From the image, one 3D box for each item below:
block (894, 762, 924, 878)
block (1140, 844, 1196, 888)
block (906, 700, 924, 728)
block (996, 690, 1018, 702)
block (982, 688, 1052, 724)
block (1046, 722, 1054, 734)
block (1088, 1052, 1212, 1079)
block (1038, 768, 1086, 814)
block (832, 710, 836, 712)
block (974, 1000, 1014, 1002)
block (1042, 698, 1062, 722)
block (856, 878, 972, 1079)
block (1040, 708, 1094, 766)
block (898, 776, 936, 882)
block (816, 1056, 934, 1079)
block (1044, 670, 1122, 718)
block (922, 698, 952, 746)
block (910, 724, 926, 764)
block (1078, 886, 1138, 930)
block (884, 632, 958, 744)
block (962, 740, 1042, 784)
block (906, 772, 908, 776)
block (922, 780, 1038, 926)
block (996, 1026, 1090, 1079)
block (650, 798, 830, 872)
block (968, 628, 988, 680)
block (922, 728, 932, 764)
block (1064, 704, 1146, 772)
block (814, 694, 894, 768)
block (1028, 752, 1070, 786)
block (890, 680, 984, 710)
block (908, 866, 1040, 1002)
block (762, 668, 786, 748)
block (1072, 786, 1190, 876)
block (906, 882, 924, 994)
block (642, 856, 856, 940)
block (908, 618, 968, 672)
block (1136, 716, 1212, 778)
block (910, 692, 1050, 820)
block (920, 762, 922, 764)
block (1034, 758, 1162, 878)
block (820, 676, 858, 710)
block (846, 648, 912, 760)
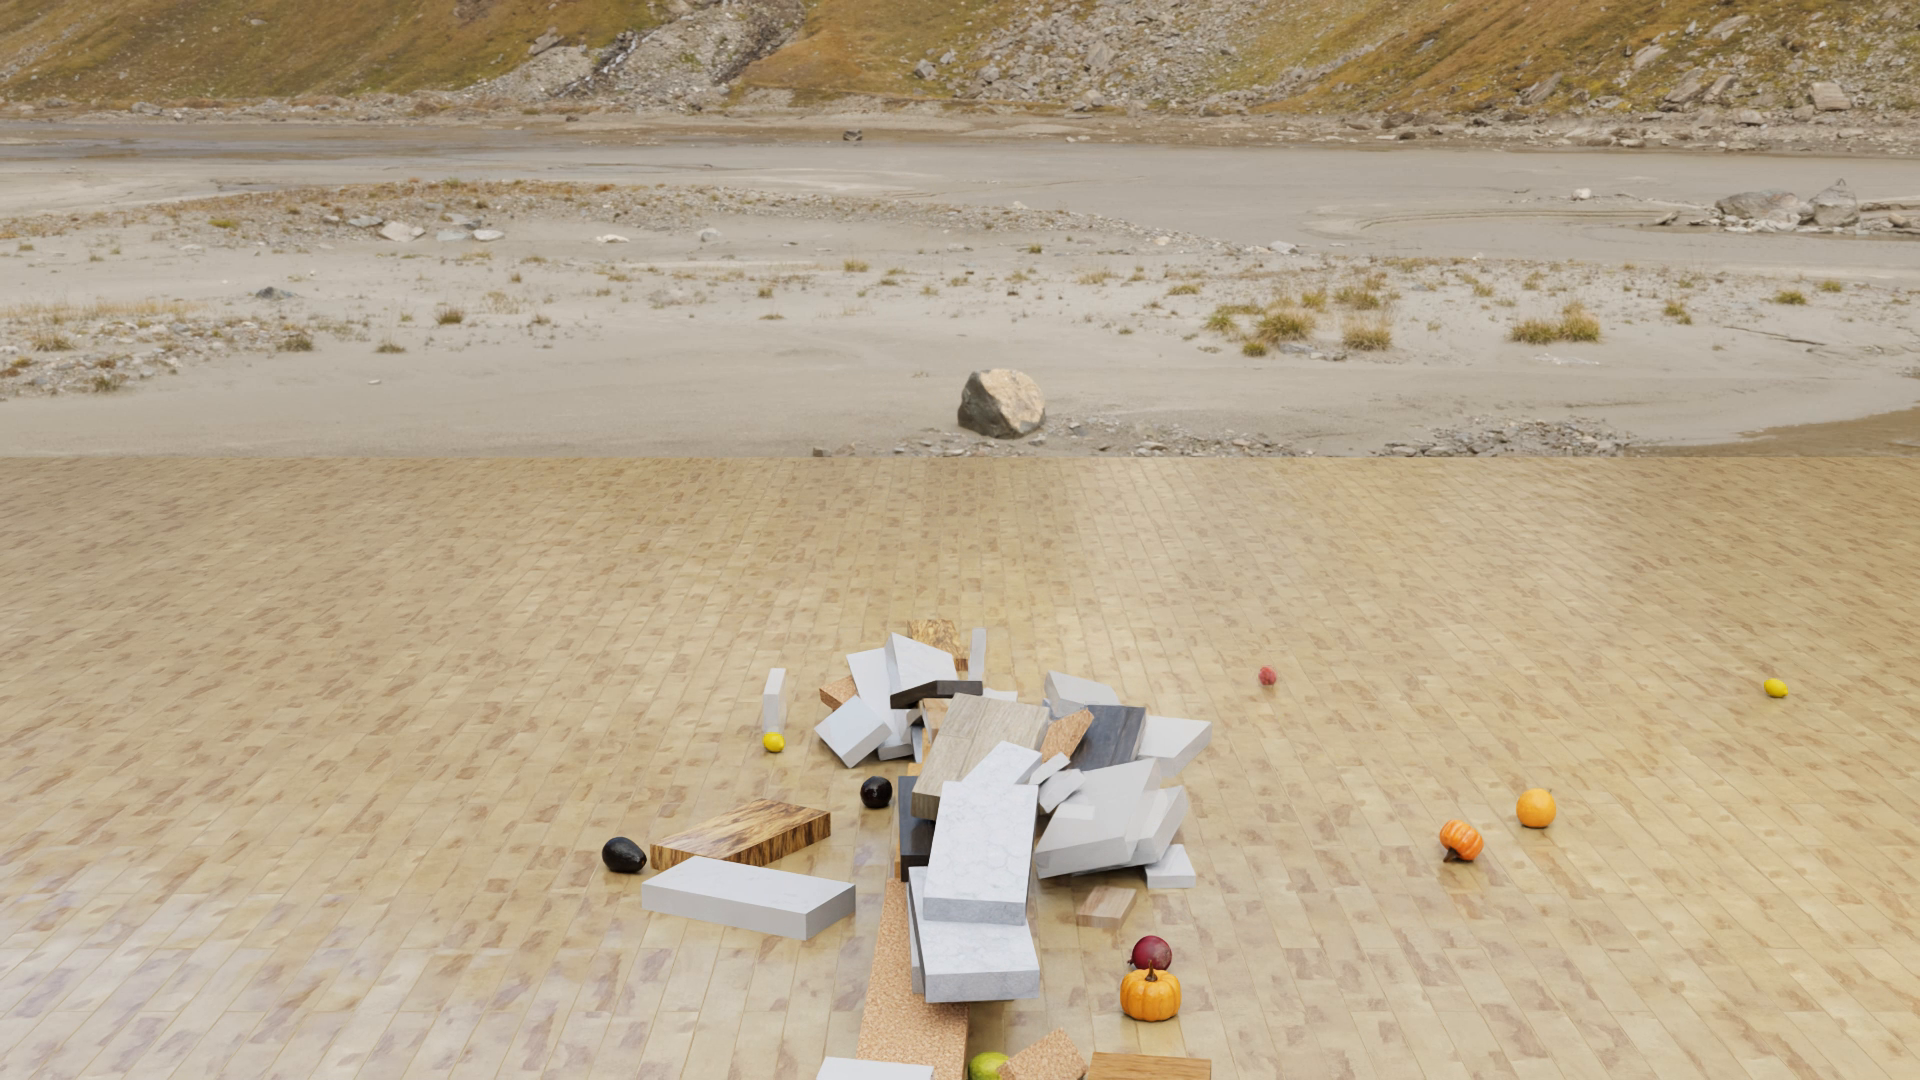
[{"bbox_3d":[-0.006,0.453,3.497,0.171,0.049,0.343,1,20,2],"label":"block"},{"bbox_3d":[0.352,0.559,3.771,0.081,0.023,0.163,0,11,-2],"label":"block"},{"bbox_3d":[-0.040,0.321,4.077,0.094,0.027,0.187,-2,-12,-9],"label":"block"},{"bbox_3d":[0.058,0.372,4.746,0.122,0.034,0.243,1,11,5],"label":"block"},{"bbox_3d":[0.113,0.364,4.634,0.163,0.023,0.081,27,13,13],"label":"block"},{"bbox_3d":[0.193,0.419,4.438,0.089,0.025,0.177,25,17,13],"label":"block"},{"bbox_3d":[0.215,0.754,2.665,0.157,0.044,0.531,2,11,9],"label":"block"},{"bbox_3d":[0.167,0.460,4.007,0.094,0.027,0.188,-40,0,-12],"label":"block"},{"bbox_3d":[-0.188,0.347,4.827,0.094,0.027,0.187,7,21,32],"label":"block"},{"bbox_3d":[-0.007,0.577,3.357,0.171,0.049,0.343,0,26,0],"label":"block"},{"bbox_3d":[0.233,0.377,4.692,0.081,0.023,0.163,13,8,-15],"label":"block"},{"bbox_3d":[-0.056,0.637,3.046,0.141,0.040,0.630,1,19,3],"label":"block"},{"bbox_3d":[0.193,0.402,4.315,0.089,0.025,0.177,-27,15,36],"label":"block"},{"bbox_3d":[-0.017,0.439,3.372,0.152,0.043,0.304,0,16,-2],"label":"block"},{"bbox_3d":[-0.130,0.730,2.662,0.141,0.040,0.283,2,22,12],"label":"block"},{"bbox_3d":[0.267,0.346,4.739,0.145,0.041,0.291,14,7,-5],"label":"block"},{"bbox_3d":[-0.002,0.304,3.670,0.108,0.030,0.215,1,9,-5],"label":"block"},{"bbox_3d":[-0.031,0.402,4.028,0.103,0.029,0.206,-3,27,-5],"label":"block"},{"bbox_3d":[0.240,0.597,3.574,0.070,0.020,0.140,3,11,15],"label":"block"},{"bbox_3d":[-0.069,0.326,4.626,0.145,0.041,0.493,21,16,-13],"label":"block"},{"bbox_3d":[0.064,0.354,3.349,0.070,0.020,0.139,16,28,23],"label":"block"},{"bbox_3d":[-0.004,0.509,3.582,0.171,0.049,0.343,0,36,0],"label":"block"},{"bbox_3d":[0.033,0.445,3.150,0.141,0.040,0.283,2,28,5],"label":"block"},{"bbox_3d":[0.111,0.699,2.905,0.020,0.070,0.140,-46,-17,32],"label":"block"},{"bbox_3d":[-0.384,0.528,3.879,0.157,0.044,0.313,7,12,32],"label":"block"},{"bbox_3d":[0.029,0.265,4.209,0.027,0.188,0.094,5,-3,-1],"label":"block"},{"bbox_3d":[0.000,0.407,3.848,0.132,0.037,0.265,0,23,0],"label":"block"},{"bbox_3d":[0.281,0.420,4.312,0.122,0.034,0.382,1,20,12],"label":"block"},{"bbox_3d":[-0.219,0.390,4.493,0.113,0.032,0.226,-39,19,-8],"label":"block"},{"bbox_3d":[0.134,0.460,4.132,0.027,0.094,0.188,48,25,10],"label":"block"},{"bbox_3d":[-0.044,0.284,4.030,0.094,0.027,0.187,3,-13,-28],"label":"block"},{"bbox_3d":[0.015,0.543,3.061,0.152,0.043,0.304,-1,19,-5],"label":"block"},{"bbox_3d":[-0.390,0.352,4.640,0.032,0.113,0.226,0,11,-1],"label":"block"},{"bbox_3d":[0.299,0.510,3.875,0.155,0.044,0.310,-12,7,17],"label":"block"},{"bbox_3d":[0.002,0.553,3.162,0.152,0.043,0.304,-1,19,-3],"label":"block"},{"bbox_3d":[-0.345,0.582,3.590,0.313,0.044,0.157,5,12,27],"label":"block"},{"bbox_3d":[-0.058,0.256,5.380,0.113,0.032,0.425,-1,11,-5],"label":"block"},{"bbox_3d":[0.405,0.419,4.478,0.145,0.041,0.291,4,11,21],"label":"block"},{"bbox_3d":[0.035,0.344,3.438,0.155,0.044,0.310,9,26,9],"label":"block"},{"bbox_3d":[-0.001,0.487,3.825,0.132,0.037,0.265,0,35,-2],"label":"block"},{"bbox_3d":[0.248,0.480,3.849,0.155,0.044,0.502,-13,6,13],"label":"block"},{"bbox_3d":[-0.190,0.350,4.717,0.121,0.034,0.243,-20,26,-27],"label":"block"},{"bbox_3d":[-0.161,0.341,4.651,0.094,0.027,0.465,-11,23,-7],"label":"block"}]
